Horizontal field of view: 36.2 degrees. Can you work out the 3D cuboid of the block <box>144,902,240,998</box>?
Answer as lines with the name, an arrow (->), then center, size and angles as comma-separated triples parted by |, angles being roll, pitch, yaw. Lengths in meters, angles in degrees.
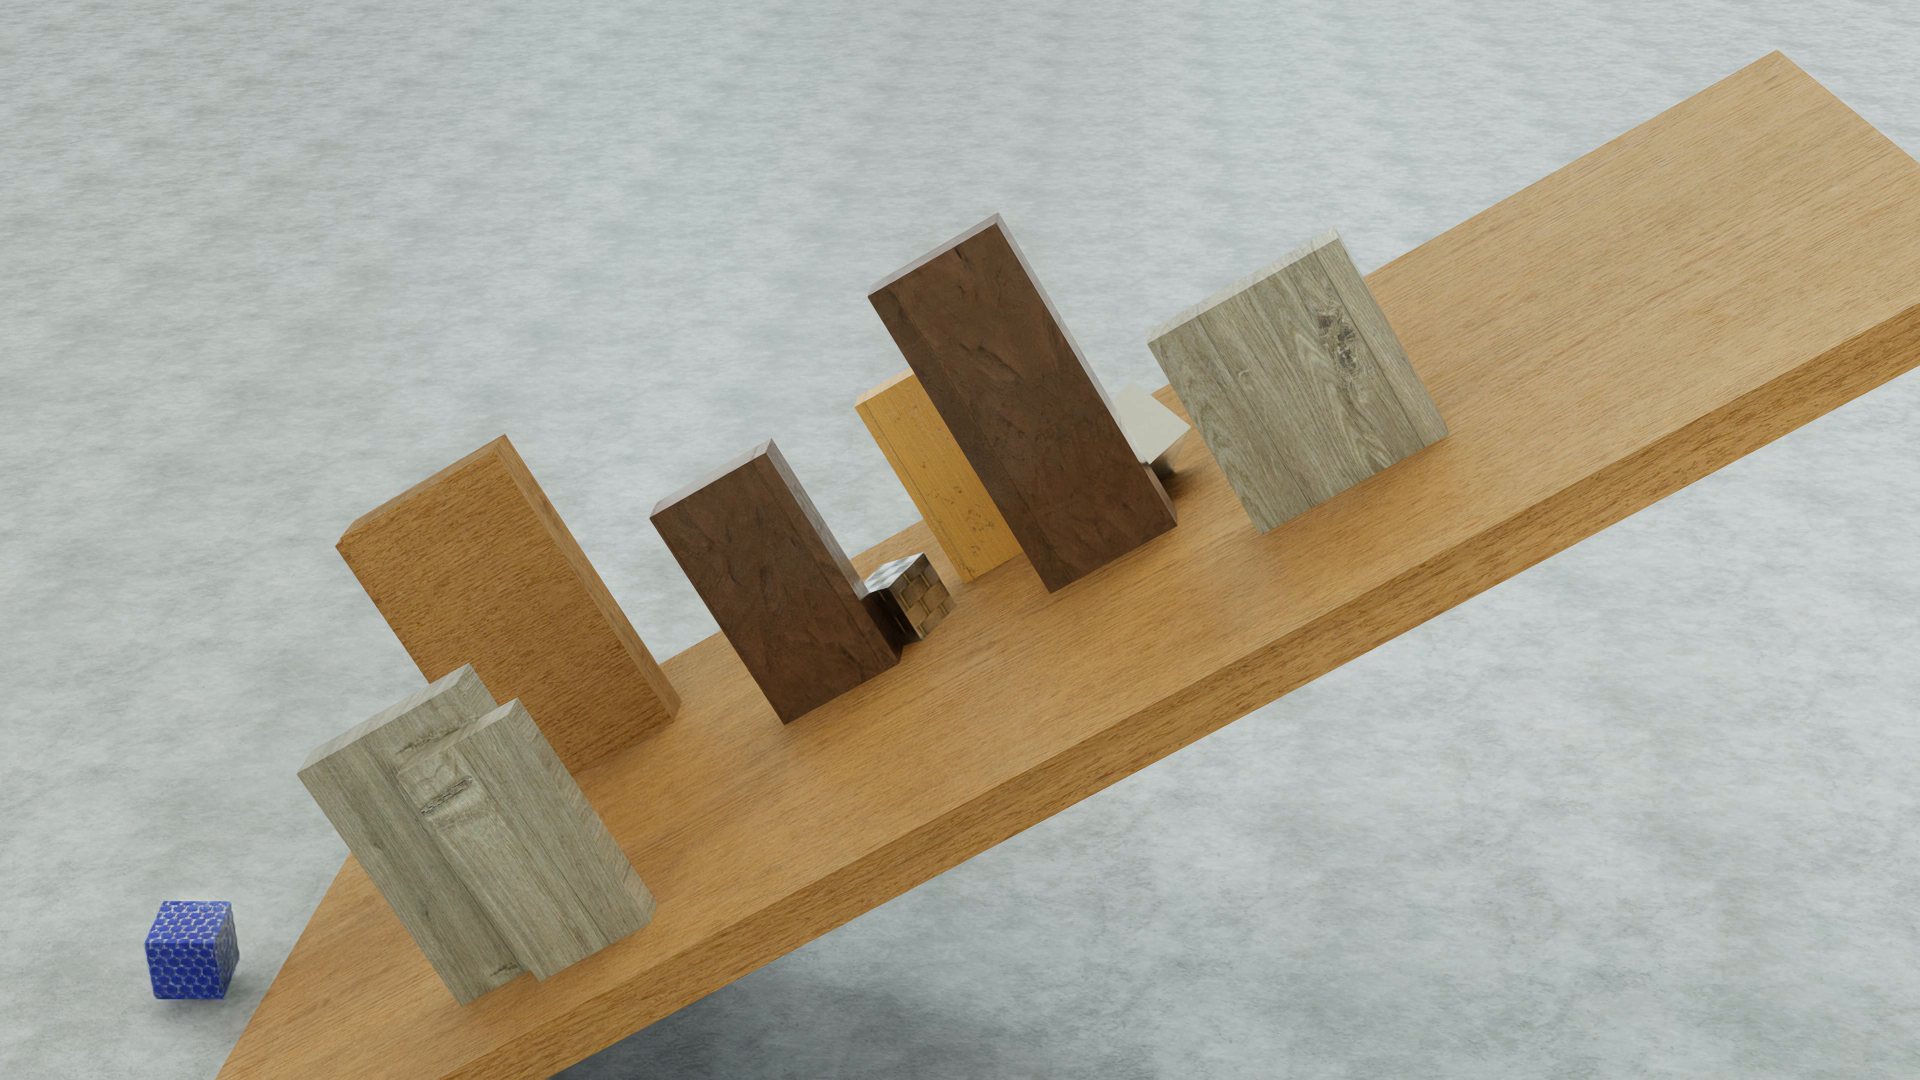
block -> -1.813, 0.969, 6.949 | 0.162, 0.162, 0.162 | 0, 29, 2

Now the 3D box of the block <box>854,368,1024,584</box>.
block -> 0.066, -0.206, 6.521 | 0.407, 0.475, 0.083 | -29, 15, 12

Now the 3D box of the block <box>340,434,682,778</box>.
block -> -1.048, 0.191, 6.907 | 0.431, 0.769, 0.132 | -29, 15, 12

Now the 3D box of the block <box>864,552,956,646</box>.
block -> -0.128, 0.137, 6.459 | 0.142, 0.142, 0.142 | -17, 21, 46

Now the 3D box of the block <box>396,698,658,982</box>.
block -> -0.839, 0.585, 5.717 | 0.261, 0.502, 0.089 | -29, 15, 12

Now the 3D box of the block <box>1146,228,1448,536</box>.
block -> 0.654, -0.305, 5.700 | 0.415, 0.447, 0.092 | -29, 15, 12

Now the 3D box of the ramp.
ramp -> 0.142, 0.168, 6.286 | 4.000, 0.100, 2.000 | -29, 15, 12

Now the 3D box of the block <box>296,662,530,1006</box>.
block -> -0.983, 0.588, 5.841 | 0.380, 0.582, 0.119 | -29, 15, 12

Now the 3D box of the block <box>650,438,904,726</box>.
block -> -0.392, 0.092, 6.335 | 0.294, 0.547, 0.107 | -29, 15, 12

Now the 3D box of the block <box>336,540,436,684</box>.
block -> -1.192, 0.225, 7.182 | 0.279, 0.722, 0.135 | -29, 15, 12

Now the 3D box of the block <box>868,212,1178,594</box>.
block -> 0.134, -0.278, 6.089 | 0.305, 0.741, 0.101 | -29, 15, 12

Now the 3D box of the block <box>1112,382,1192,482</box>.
block -> 0.369, -0.202, 6.377 | 0.165, 0.165, 0.165 | 39, 57, 15
